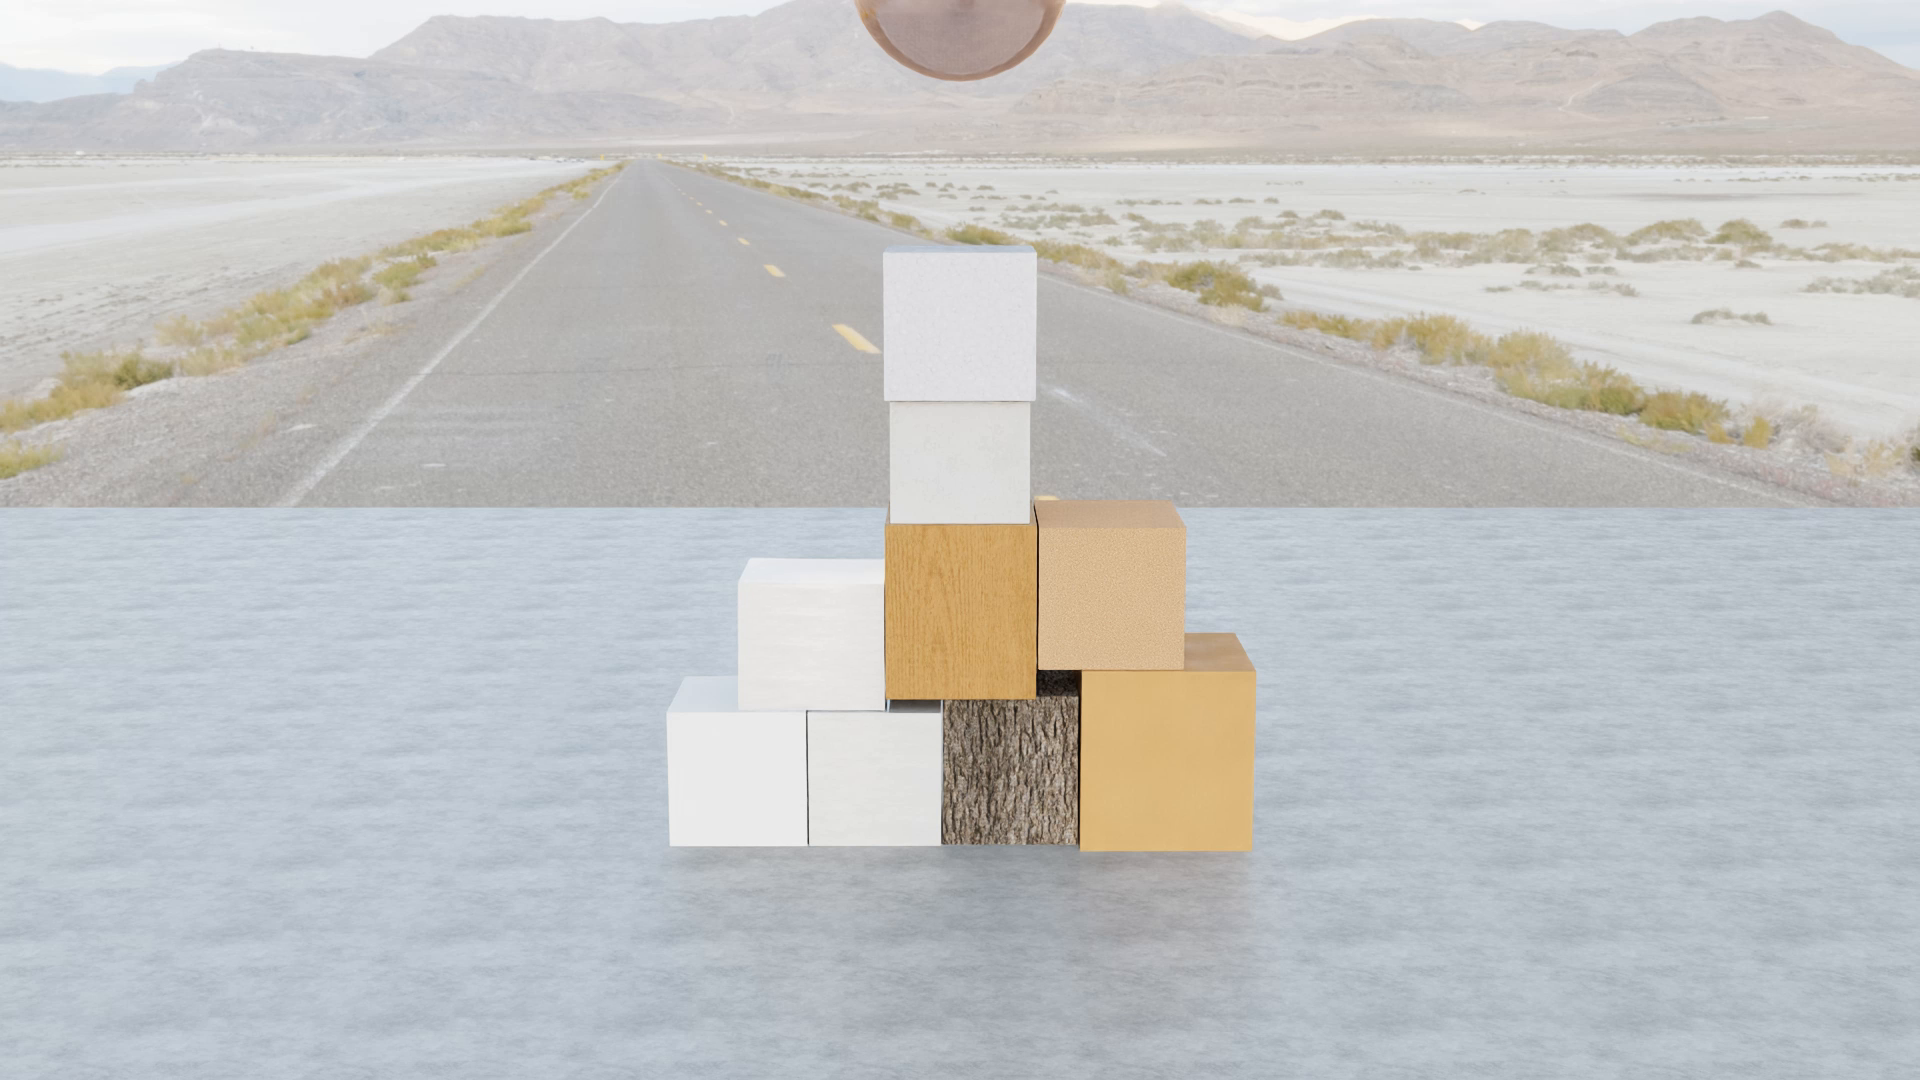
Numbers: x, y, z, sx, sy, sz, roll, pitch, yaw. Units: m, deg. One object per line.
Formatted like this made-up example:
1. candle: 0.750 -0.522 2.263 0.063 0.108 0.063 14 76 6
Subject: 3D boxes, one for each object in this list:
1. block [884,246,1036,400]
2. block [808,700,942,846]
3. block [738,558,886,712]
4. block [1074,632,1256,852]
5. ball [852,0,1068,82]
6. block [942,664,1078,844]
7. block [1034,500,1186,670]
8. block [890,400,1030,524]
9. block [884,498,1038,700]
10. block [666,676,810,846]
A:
1. block: 0.000 -1.092 10.963 0.736 0.714 0.741 0 10 0
2. block: -0.427 1.139 11.380 0.664 0.688 0.720 0 10 0
3. block: -0.739 0.476 11.263 0.730 0.648 0.644 1 10 0
4. block: 1.032 1.024 11.352 0.861 0.923 0.874 0 10 0
5. ball: 0.000 -4.082 15.678 1.600 1.600 1.600 0 10 0
6. block: 0.253 1.097 11.381 0.677 0.769 0.703 0 10 0
7. block: 0.748 0.215 11.237 0.721 0.712 0.849 0 10 0
8. block: 0.000 -0.445 11.109 0.685 0.612 0.691 0 10 0
9. block: 0.005 0.287 11.240 0.746 0.875 0.821 0 10 0
10. block: -1.116 1.134 11.391 0.693 0.694 0.756 0 10 0
